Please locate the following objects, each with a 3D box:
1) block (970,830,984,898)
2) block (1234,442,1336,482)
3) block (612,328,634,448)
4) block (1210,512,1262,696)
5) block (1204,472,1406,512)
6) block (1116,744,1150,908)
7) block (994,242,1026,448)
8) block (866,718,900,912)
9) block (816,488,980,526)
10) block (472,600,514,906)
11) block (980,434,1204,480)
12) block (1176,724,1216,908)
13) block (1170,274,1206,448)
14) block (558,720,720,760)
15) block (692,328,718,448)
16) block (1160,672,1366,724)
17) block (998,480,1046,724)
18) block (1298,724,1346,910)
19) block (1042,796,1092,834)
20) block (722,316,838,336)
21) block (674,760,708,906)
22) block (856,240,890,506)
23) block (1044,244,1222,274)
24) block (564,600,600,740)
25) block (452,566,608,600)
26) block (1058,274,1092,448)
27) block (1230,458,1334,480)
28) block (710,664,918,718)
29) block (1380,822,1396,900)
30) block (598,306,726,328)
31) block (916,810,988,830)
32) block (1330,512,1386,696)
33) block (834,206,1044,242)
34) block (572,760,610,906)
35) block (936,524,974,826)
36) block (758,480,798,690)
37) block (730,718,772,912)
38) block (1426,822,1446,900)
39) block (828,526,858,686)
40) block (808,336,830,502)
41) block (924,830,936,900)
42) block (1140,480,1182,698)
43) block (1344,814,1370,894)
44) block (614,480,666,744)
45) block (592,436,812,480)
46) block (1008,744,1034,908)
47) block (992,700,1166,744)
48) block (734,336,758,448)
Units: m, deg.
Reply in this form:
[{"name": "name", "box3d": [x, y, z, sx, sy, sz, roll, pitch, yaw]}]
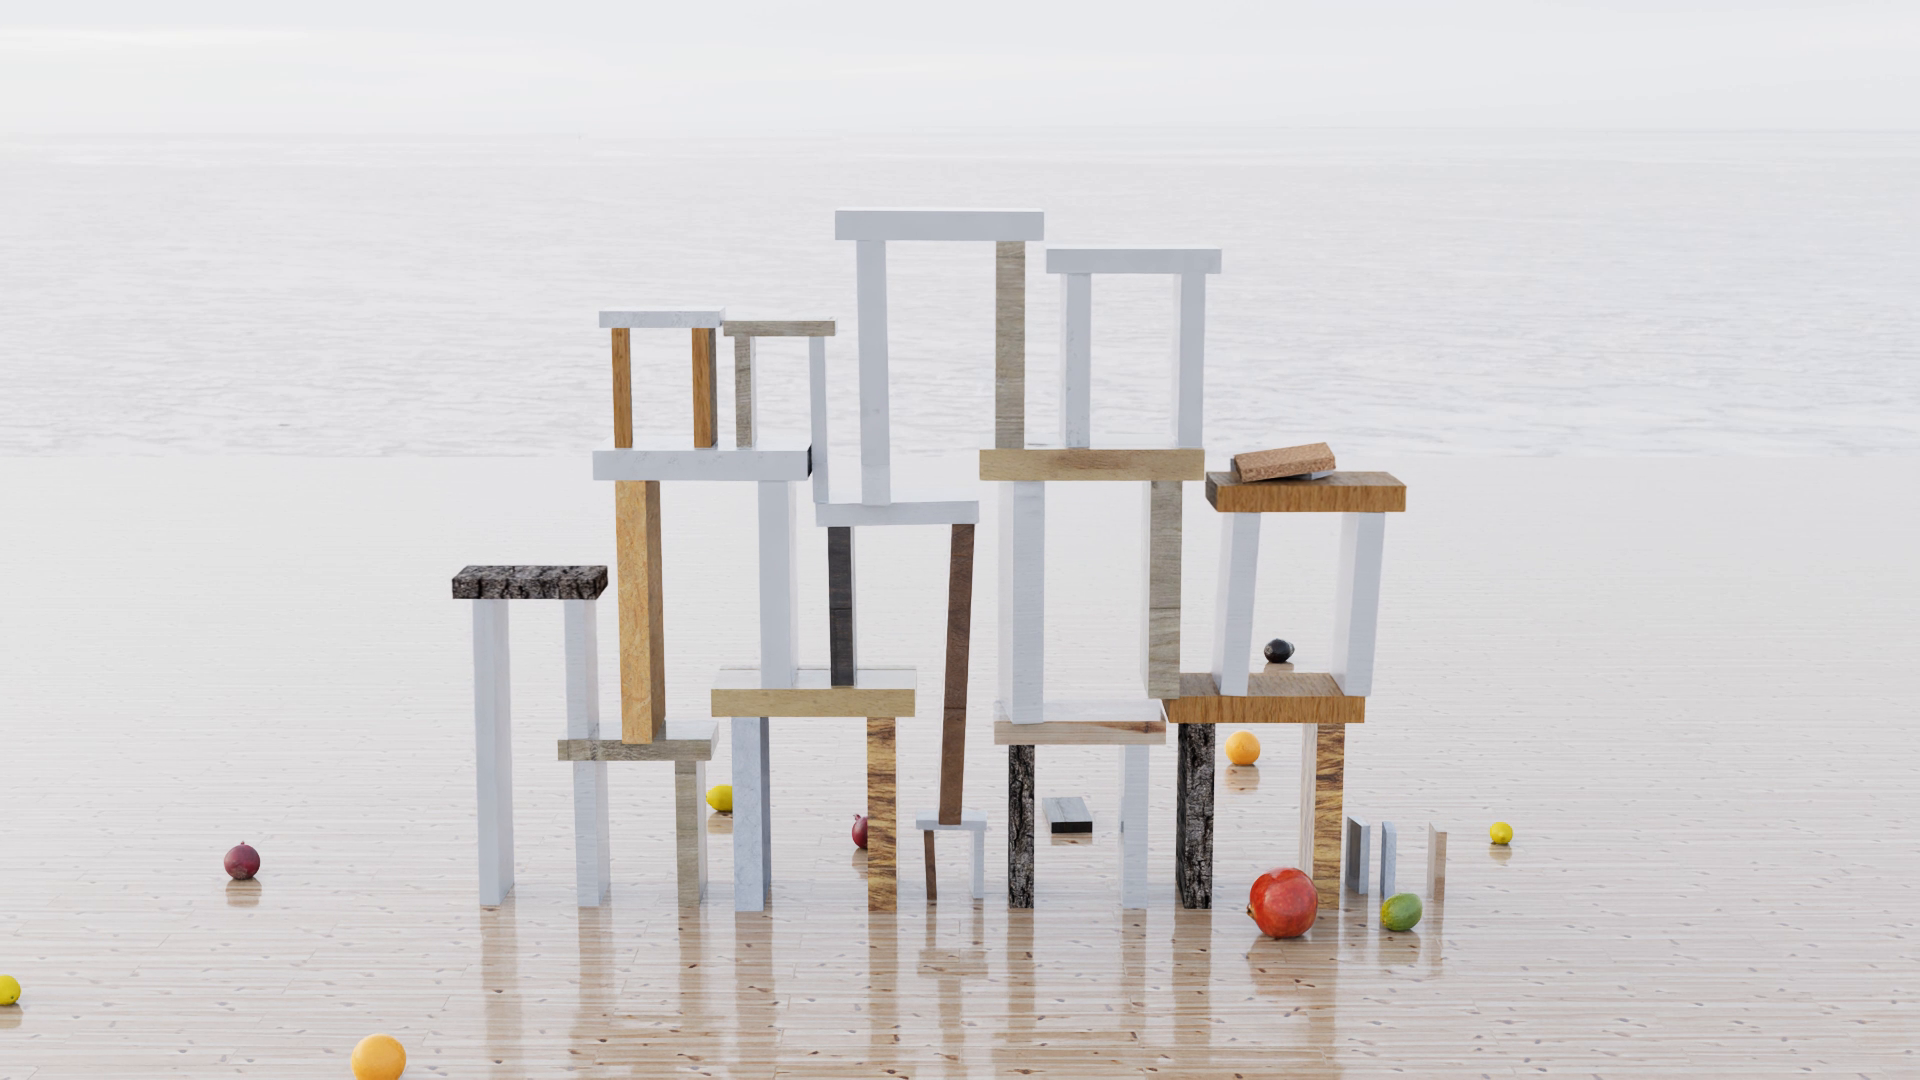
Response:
[{"name": "block", "box3d": [0.028, 0.531, 3.661, 0.017, 0.117, 0.059, -1, 10, -7]}, {"name": "block", "box3d": [0.520, -0.125, 3.529, 0.150, 0.021, 0.075, -8, 21, 0]}, {"name": "block", "box3d": [-0.539, -0.247, 3.508, 0.027, 0.189, 0.094, -1, 11, -7]}, {"name": "block", "box3d": [0.448, 0.090, 3.576, 0.042, 0.299, 0.149, 3, 11, 0]}, {"name": "block", "box3d": [0.554, -0.078, 3.544, 0.299, 0.042, 0.149, 0, 11, -1]}, {"name": "block", "box3d": [0.286, 0.454, 3.641, 0.039, 0.277, 0.139, 0, 11, 0]}, {"name": "block", "box3d": [0.078, -0.316, 3.498, 0.046, 0.322, 0.161, 0, 11, 0]}, {"name": "block", "box3d": [-0.126, 0.430, 3.637, 0.046, 0.327, 0.163, 0, 11, 0]}, {"name": "block", "box3d": [-0.102, -0.053, 3.557, 0.260, 0.037, 0.130, -1, 11, -2]}, {"name": "block", "box3d": [-0.768, 0.337, 3.623, 0.033, 0.514, 0.116, 1, 11, 1]}, {"name": "block", "box3d": [0.207, -0.134, 3.532, 0.353, 0.050, 0.176, 0, 11, 0]}, {"name": "block", "box3d": [0.389, 0.435, 3.645, 0.044, 0.314, 0.157, 0, 11, 0]}, {"name": "block", "box3d": [0.362, -0.291, 3.500, 0.039, 0.272, 0.136, 0, 11, 0]}, {"name": "block", "box3d": [-0.528, 0.329, 3.621, 0.247, 0.035, 0.124, 0, 11, 0]}, {"name": "block", "box3d": [-0.407, -0.248, 3.510, 0.027, 0.189, 0.095, 0, 11, 1]}, {"name": "block", "box3d": [0.494, 0.259, 3.612, 0.314, 0.044, 0.157, 0, 11, 0]}, {"name": "block", "box3d": [0.099, 0.084, 3.577, 0.050, 0.395, 0.176, -1, 11, -7]}, {"name": "block", "box3d": [0.598, 0.435, 3.645, 0.044, 0.314, 0.157, 0, 11, 0]}, {"name": "block", "box3d": [0.197, 0.507, 4.058, 0.075, 0.021, 0.150, -1, 11, -4]}, {"name": "block", "box3d": [-0.284, -0.340, 3.492, 0.175, 0.025, 0.088, 0, 11, 0]}, {"name": "block", "box3d": [-0.445, 0.468, 3.647, 0.035, 0.247, 0.124, 0, 11, 0]}, {"name": "block", "box3d": [-0.138, -0.273, 3.508, 0.046, 0.414, 0.161, -1, 11, -2]}, {"name": "block", "box3d": [0.270, -0.444, 3.474, 0.272, 0.039, 0.136, 0, 11, 0]}, {"name": "block", "box3d": [-0.619, 0.198, 3.598, 0.033, 0.231, 0.116, 0, 11, 0]}, {"name": "block", "box3d": [-0.697, 0.068, 3.573, 0.231, 0.033, 0.116, 0, 11, 0]}, {"name": "block", "box3d": [0.183, -0.292, 3.505, 0.039, 0.272, 0.136, 0, 11, -2]}, {"name": "block", "box3d": [0.526, -0.121, 3.598, 0.150, 0.021, 0.075, 8, 13, 36]}, {"name": "block", "box3d": [-0.235, 0.246, 3.603, 0.327, 0.046, 0.163, 0, 11, 0]}, {"name": "block", "box3d": [0.712, 0.533, 3.653, 0.017, 0.118, 0.059, 1, 11, 4]}, {"name": "block", "box3d": [-0.471, -0.354, 3.491, 0.189, 0.027, 0.095, 0, 11, 0]}, {"name": "block", "box3d": [-0.013, 0.465, 3.651, 0.117, 0.017, 0.058, 1, 10, 2]}, {"name": "block", "box3d": [0.645, 0.090, 3.577, 0.042, 0.299, 0.149, 3, 11, 0]}, {"name": "block", "box3d": [-0.032, -0.498, 3.466, 0.322, 0.046, 0.161, 0, 10, 0]}, {"name": "block", "box3d": [-0.610, 0.468, 3.647, 0.035, 0.248, 0.124, 0, 11, 0]}, {"name": "block", "box3d": [-0.008, 0.209, 3.616, 0.037, 0.500, 0.130, 2, 9, -2]}, {"name": "block", "box3d": [-0.294, 0.057, 3.571, 0.048, 0.338, 0.169, 0, 11, 0]}, {"name": "block", "box3d": [-0.344, 0.430, 3.637, 0.046, 0.327, 0.163, 0, 11, 0]}, {"name": "block", "box3d": [0.792, 0.533, 3.654, 0.017, 0.118, 0.059, 0, 11, 0]}, {"name": "block", "box3d": [-0.191, 0.095, 3.581, 0.037, 0.260, 0.130, -1, 11, 0]}, {"name": "block", "box3d": [-0.224, -0.197, 3.517, 0.025, 0.264, 0.088, -1, 11, -1]}, {"name": "block", "box3d": [-0.050, 0.532, 3.659, 0.017, 0.117, 0.059, -3, 10, -1]}, {"name": "block", "box3d": [0.325, 0.064, 3.569, 0.050, 0.353, 0.176, 0, 11, 0]}, {"name": "block", "box3d": [0.667, 0.527, 3.687, 0.017, 0.118, 0.059, -3, 11, -14]}, {"name": "block", "box3d": [-0.519, 0.102, 3.579, 0.048, 0.428, 0.169, 0, 11, 0]}, {"name": "block", "box3d": [-0.407, -0.132, 3.535, 0.338, 0.048, 0.169, 0, 11, 1]}, {"name": "block", "box3d": [0.101, 0.454, 3.641, 0.039, 0.277, 0.139, 0, 11, 0]}, {"name": "block", "box3d": [0.194, 0.299, 3.613, 0.277, 0.039, 0.139, 0, 11, 0]}, {"name": "block", "box3d": [-0.342, -0.241, 3.510, 0.025, 0.176, 0.088, 0, 11, 0]}]
